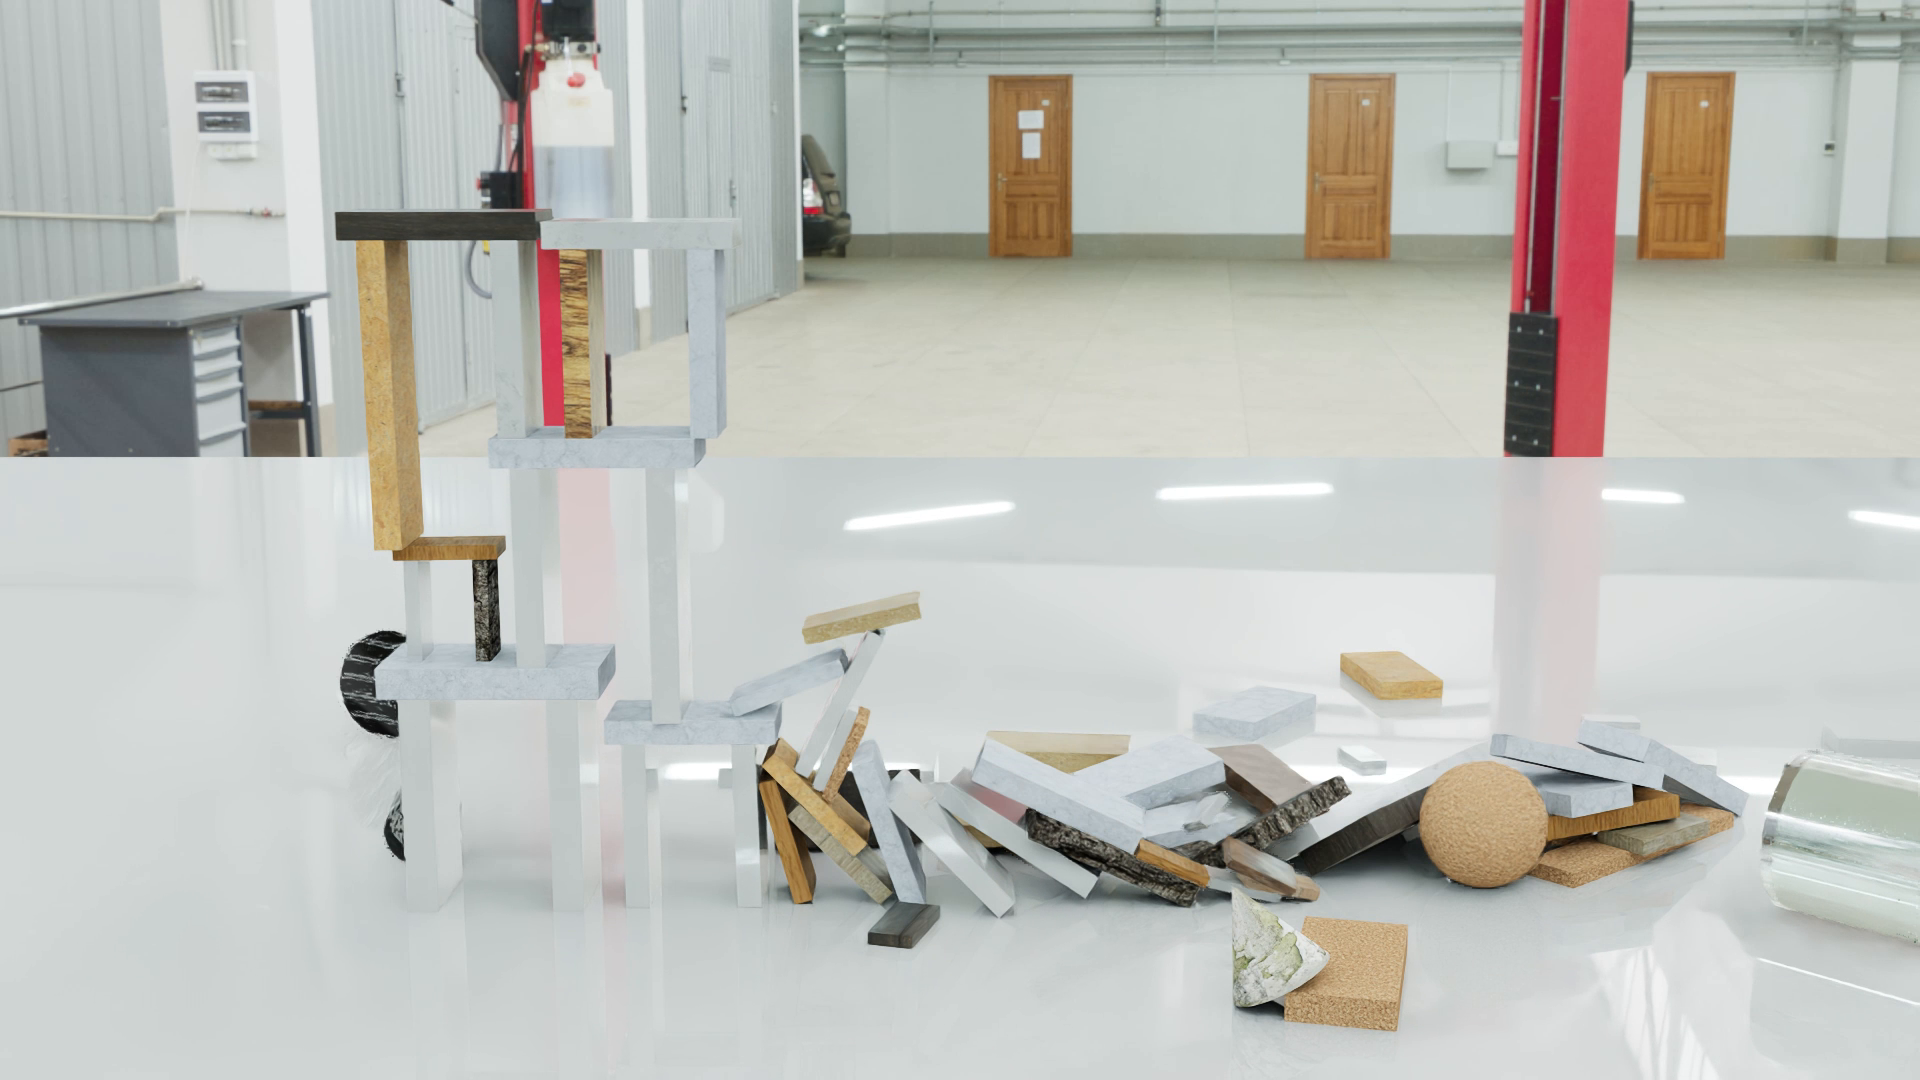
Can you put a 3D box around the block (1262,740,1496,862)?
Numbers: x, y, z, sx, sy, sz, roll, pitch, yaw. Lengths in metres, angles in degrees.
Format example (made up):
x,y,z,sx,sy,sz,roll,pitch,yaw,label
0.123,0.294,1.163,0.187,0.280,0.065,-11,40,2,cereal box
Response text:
x,y,z,sx,sy,sz,roll,pitch,yaw,label
0.766,0.475,3.992,0.650,0.037,0.131,-12,-20,-49,block

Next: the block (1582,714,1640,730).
x,y,z,sx,sy,sz,roll,pitch,yaw,label
1.393,0.389,4.707,0.113,0.016,0.057,1,11,5,block

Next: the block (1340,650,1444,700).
x,y,z,sx,sy,sz,roll,pitch,yaw,label
0.991,0.310,5.063,0.144,0.041,0.288,-2,11,-8,block

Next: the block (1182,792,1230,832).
x,y,z,sx,sy,sz,roll,pitch,yaw,label
0.422,0.469,3.787,0.018,0.063,0.125,40,-14,1,block

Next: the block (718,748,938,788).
x,y,z,sx,sy,sz,roll,pitch,yaw,label
-0.255,0.449,4.313,0.418,0.041,0.146,1,11,3,block

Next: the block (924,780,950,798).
x,y,z,sx,sy,sz,roll,pitch,yaw,label
-0.063,0.472,4.061,0.342,0.044,0.155,-4,-6,-21,block

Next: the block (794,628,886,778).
x,y,z,sx,sy,sz,roll,pitch,yaw,label
-0.196,0.258,3.606,0.027,0.265,0.097,28,9,-5,block

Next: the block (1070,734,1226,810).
x,y,z,sx,sy,sz,roll,pitch,yaw,label
0.319,0.452,4.088,0.310,0.044,0.155,-17,20,-20,block

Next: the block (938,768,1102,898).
x,y,z,sx,sy,sz,roll,pitch,yaw,label
0.106,0.488,3.685,0.290,0.041,0.145,32,9,6,block

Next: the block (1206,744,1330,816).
x,y,z,sx,sy,sz,roll,pitch,yaw,label
0.579,0.456,4.159,0.123,0.035,0.246,-2,21,-27,block

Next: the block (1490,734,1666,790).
x,y,z,sx,sy,sz,roll,pitch,yaw,label
1.091,0.392,3.901,0.275,0.039,0.138,12,-4,4,block

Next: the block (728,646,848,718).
x,y,z,sx,sy,sz,roll,pitch,yaw,label
-0.280,0.231,3.603,0.194,0.027,0.097,-21,10,4,block

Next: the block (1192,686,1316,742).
x,y,z,sx,sy,sz,roll,pitch,yaw,label
0.637,0.371,4.735,0.144,0.041,0.288,8,13,35,block

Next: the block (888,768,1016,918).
x,y,z,sx,sy,sz,roll,pitch,yaw,label
-0.014,0.494,3.599,0.037,0.261,0.130,-43,8,7,block

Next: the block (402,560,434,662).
x,y,z,sx,sy,sz,roll,pitch,yaw,label
-0.882,0.107,3.583,0.024,0.167,0.083,0,11,0,block

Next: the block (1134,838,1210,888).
x,y,z,sx,sy,sz,roll,pitch,yaw,label
0.348,0.531,3.619,0.125,0.018,0.063,24,10,-5,block

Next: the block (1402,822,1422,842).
x,y,z,sx,sy,sz,roll,pitch,yaw,label
0.861,0.497,3.947,0.136,0.019,0.068,-23,-13,-36,block

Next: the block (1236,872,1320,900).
x,y,z,sx,sy,sz,roll,pitch,yaw,label
0.526,0.567,3.642,0.126,0.018,0.063,12,10,-12,block

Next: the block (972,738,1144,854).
x,y,z,sx,sy,sz,roll,pitch,yaw,label
0.165,0.425,3.668,0.292,0.041,0.146,25,9,1,block

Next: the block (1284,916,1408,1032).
x,y,z,sx,sy,sz,roll,pitch,yaw,label
0.578,0.641,3.271,0.158,0.045,0.316,3,11,14,block

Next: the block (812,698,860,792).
x,y,z,sx,sy,sz,roll,pitch,yaw,label
-0.204,0.336,3.612,0.021,0.146,0.073,23,9,-4,block

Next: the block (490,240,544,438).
x,y,z,sx,sy,sz,roll,pitch,yaw,label
-0.705,-0.325,3.504,0.044,0.309,0.154,0,11,0,block

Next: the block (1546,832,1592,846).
x,y,z,sx,sy,sz,roll,pitch,yaw,label
1.103,0.514,4.003,0.095,0.027,0.191,3,11,17,block

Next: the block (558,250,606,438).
x,y,z,sx,sy,sz,roll,pitch,yaw,label
-0.599,-0.318,3.500,0.042,0.295,0.148,0,11,0,block

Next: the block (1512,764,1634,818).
x,y,z,sx,sy,sz,roll,pitch,yaw,label
1.044,0.444,3.908,0.138,0.039,0.275,-7,5,-26,block

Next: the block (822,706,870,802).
x,y,z,sx,sy,sz,roll,pitch,yaw,label
-0.187,0.350,3.603,0.021,0.146,0.073,23,16,-4,block

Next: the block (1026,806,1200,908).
x,y,z,sx,sy,sz,roll,pitch,yaw,label
0.252,0.513,3.656,0.290,0.041,0.145,24,9,-5,block

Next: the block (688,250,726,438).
x,y,z,sx,sy,sz,roll,pitch,yaw,label
-0.402,-0.318,3.500,0.042,0.295,0.148,0,11,0,block

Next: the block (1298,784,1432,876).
x,y,z,sx,sy,sz,roll,pitch,yaw,label
0.739,0.494,3.829,0.316,0.045,0.158,-12,-20,-49,block

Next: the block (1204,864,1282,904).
x,y,z,sx,sy,sz,roll,pitch,yaw,label
0.466,0.570,3.646,0.126,0.018,0.063,13,10,-4,block

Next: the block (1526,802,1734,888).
x,y,z,sx,sy,sz,roll,pitch,yaw,label
1.190,0.535,3.889,0.505,0.027,0.095,-9,14,-40,block

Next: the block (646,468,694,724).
x,y,z,sx,sy,sz,roll,pitch,yaw,label
-0.471,0.076,3.571,0.046,0.415,0.162,0,11,0,block

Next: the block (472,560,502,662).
x,y,z,sx,sy,sz,roll,pitch,yaw,label
-0.771,0.108,3.583,0.024,0.167,0.083,0,11,0,block

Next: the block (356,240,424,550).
x,y,z,sx,sy,sz,roll,pitch,yaw,label
-0.911,-0.237,3.520,0.044,0.487,0.154,-1,11,-1,block

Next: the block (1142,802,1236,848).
x,y,z,sx,sy,sz,roll,pitch,yaw,label
0.361,0.520,3.950,0.246,0.035,0.123,-6,12,-31,block

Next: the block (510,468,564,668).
x,y,z,sx,sy,sz,roll,pitch,yaw,label
-0.685,0.032,3.563,0.046,0.323,0.162,0,11,0,block
